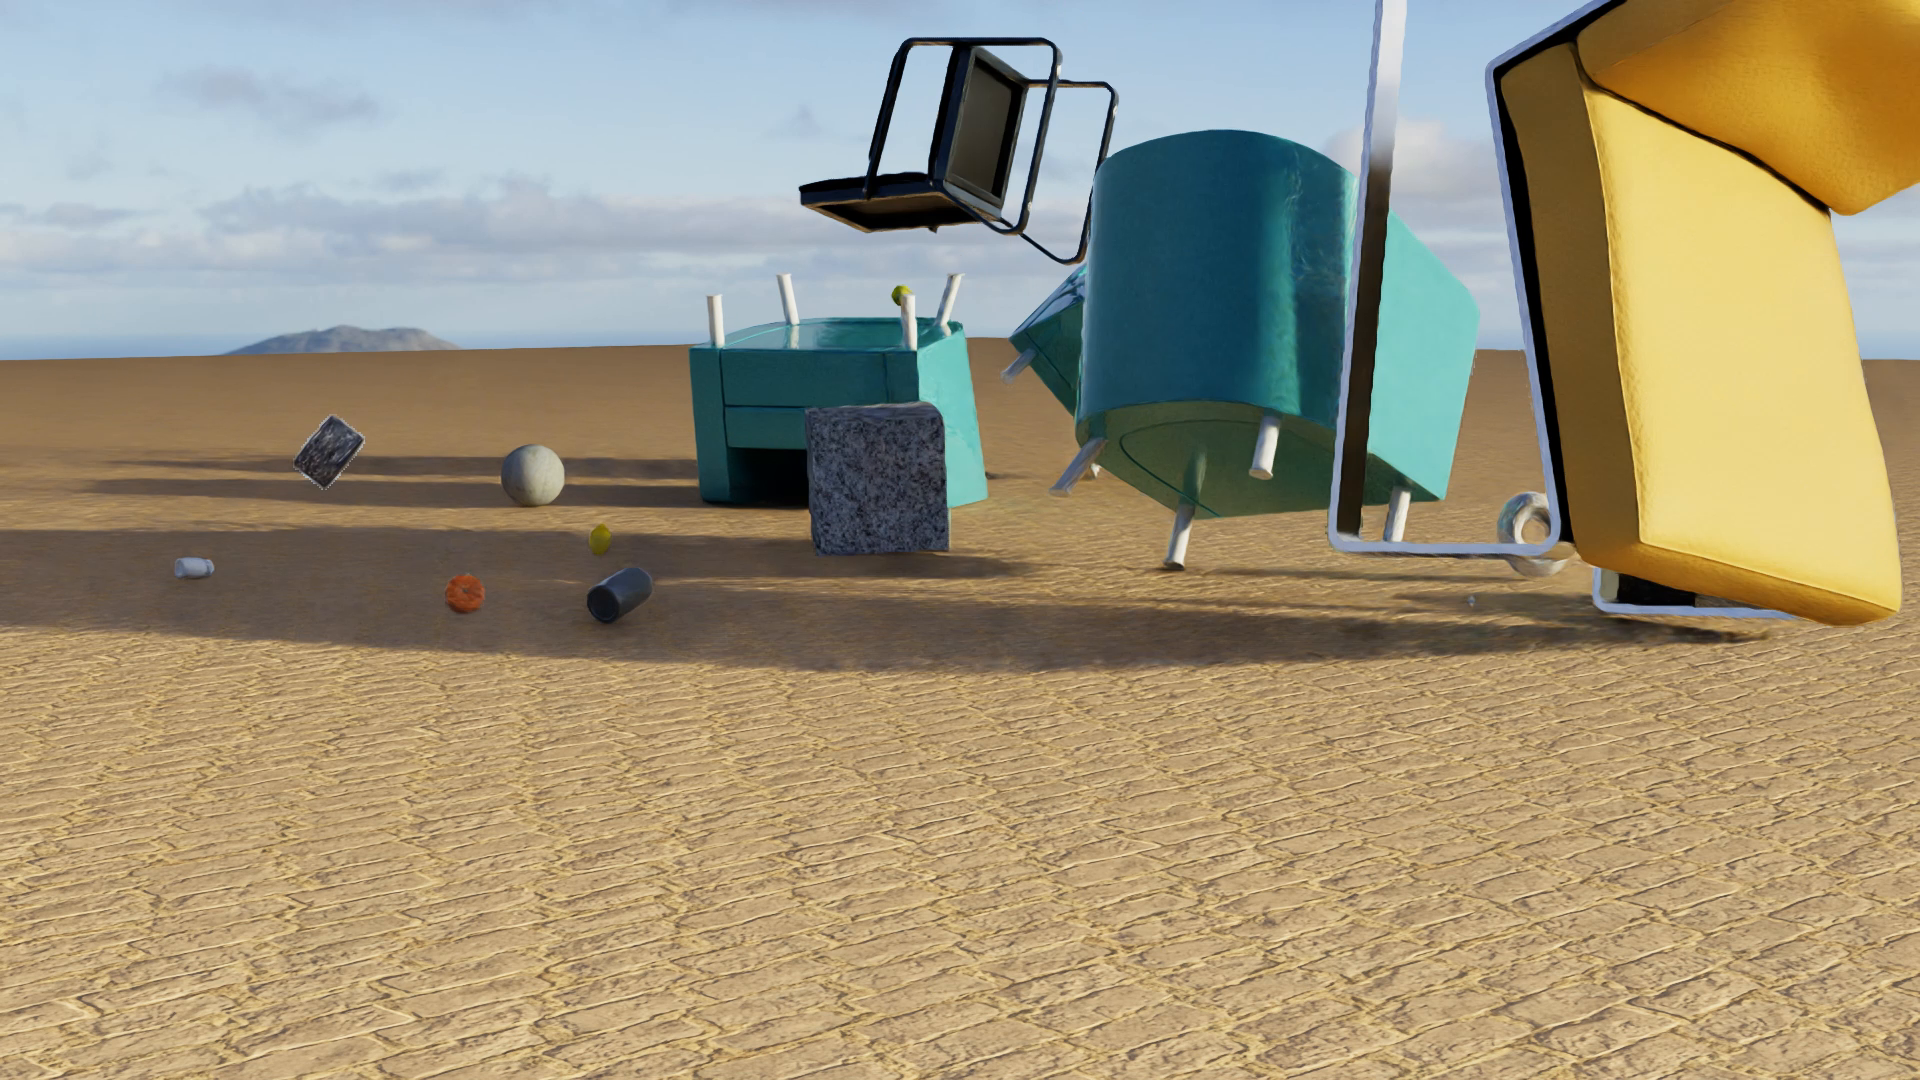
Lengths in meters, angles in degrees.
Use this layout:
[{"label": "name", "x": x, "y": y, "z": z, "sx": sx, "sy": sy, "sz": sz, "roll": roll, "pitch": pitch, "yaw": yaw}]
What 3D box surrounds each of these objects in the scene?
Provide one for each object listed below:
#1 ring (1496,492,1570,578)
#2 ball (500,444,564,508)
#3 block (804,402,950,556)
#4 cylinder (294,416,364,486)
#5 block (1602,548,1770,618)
[{"label": "ring", "x": 1.237, "y": -0.010, "z": 5.533, "sx": 0.155, "sy": 0.190, "sz": 0.128, "roll": -14, "pitch": -2, "yaw": 3}, {"label": "ball", "x": -1.217, "y": -0.183, "z": 7.311, "sx": 0.180, "sy": 0.180, "sz": 0.180, "roll": 0, "pitch": 6, "yaw": 0}, {"label": "block", "x": -0.203, "y": -0.151, "z": 6.167, "sx": 0.311, "sy": 0.314, "sz": 0.310, "roll": -4, "pitch": 10, "yaw": -6}, {"label": "cylinder", "x": -1.245, "y": -0.175, "z": 5.058, "sx": 0.074, "sy": 0.122, "sz": 0.126, "roll": 39, "pitch": -34, "yaw": -9}, {"label": "block", "x": 1.445, "y": 0.083, "z": 5.112, "sx": 0.181, "sy": 0.100, "sz": 0.278, "roll": -3, "pitch": 6, "yaw": -24}]
